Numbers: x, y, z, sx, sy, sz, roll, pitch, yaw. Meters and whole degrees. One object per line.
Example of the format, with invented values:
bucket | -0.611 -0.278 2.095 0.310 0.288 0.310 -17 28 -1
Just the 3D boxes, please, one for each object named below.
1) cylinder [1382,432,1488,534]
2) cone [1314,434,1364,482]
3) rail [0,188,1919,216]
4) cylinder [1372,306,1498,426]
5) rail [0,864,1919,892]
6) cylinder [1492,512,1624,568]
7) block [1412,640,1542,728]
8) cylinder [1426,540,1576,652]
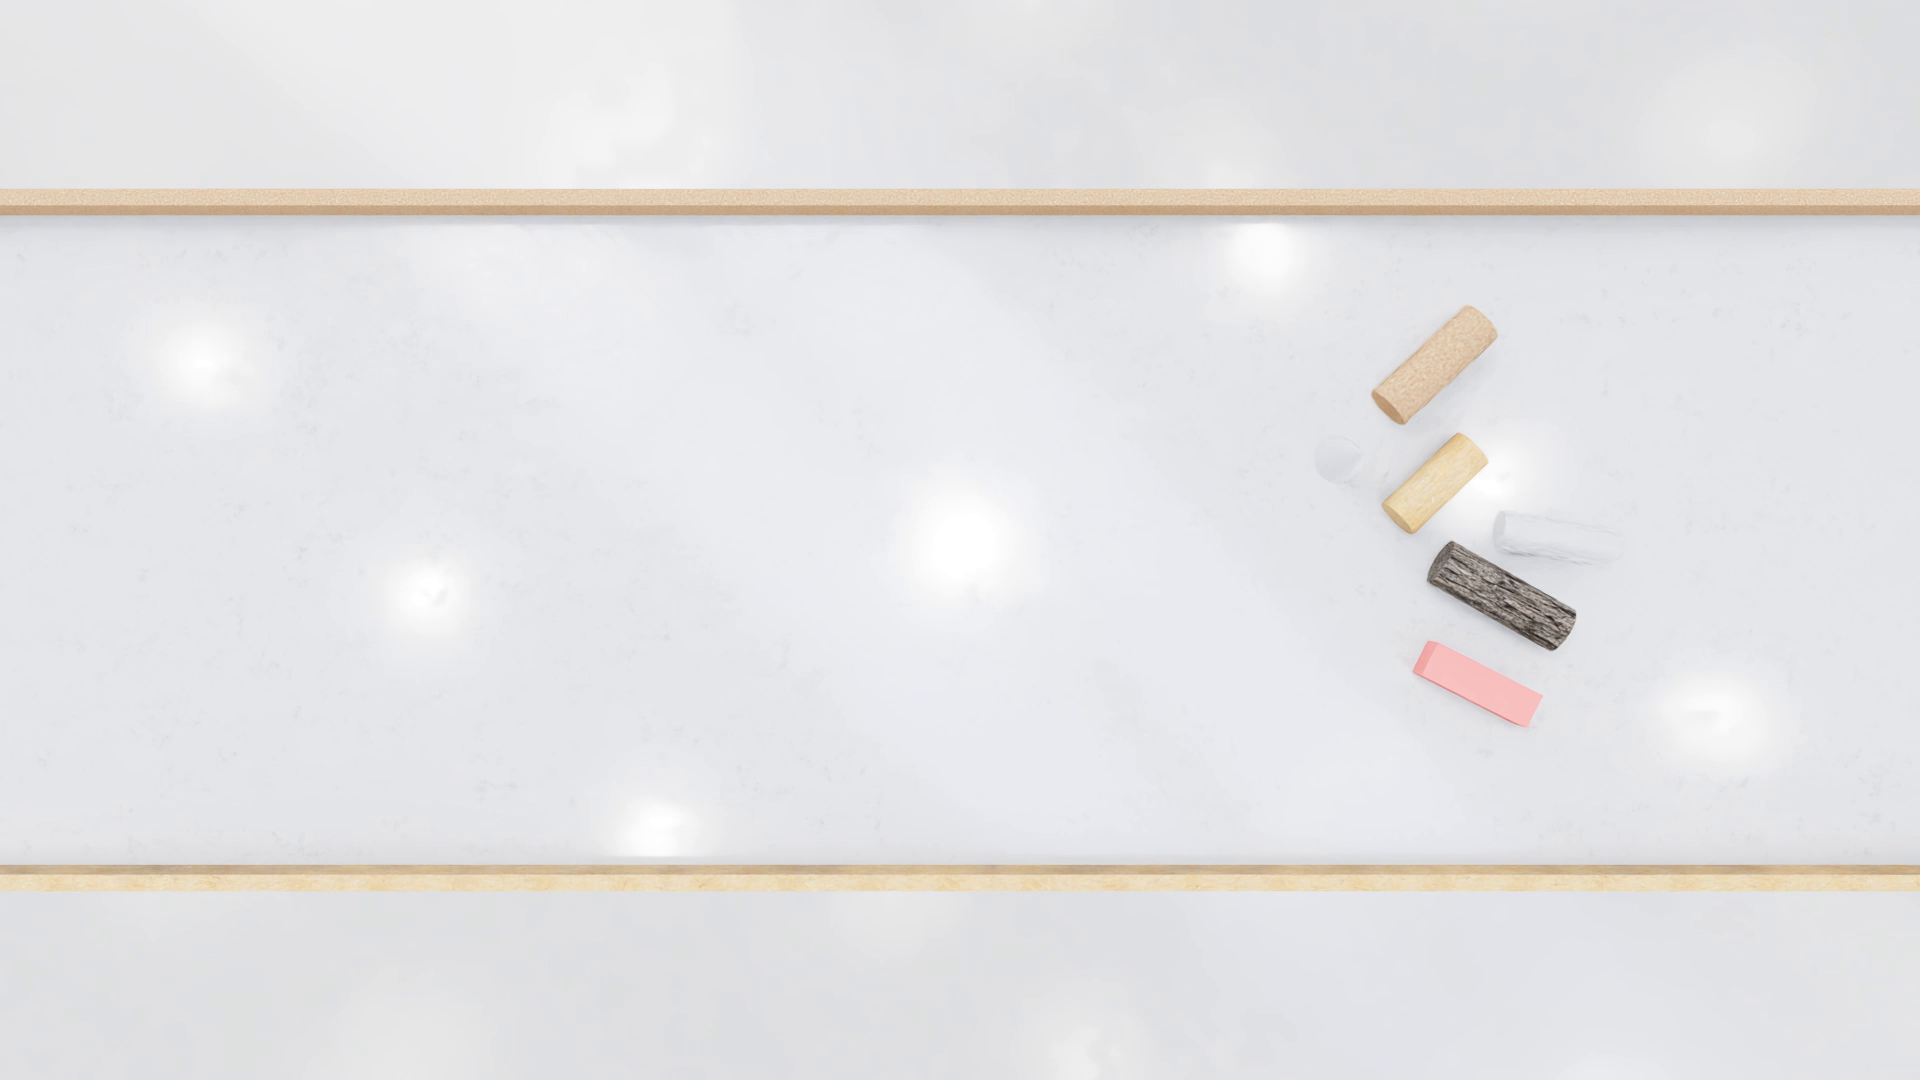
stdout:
cylinder | 1.442 -0.171 5.010 0.313 0.133 0.133 -43 90 0
cone | 1.164 -0.249 4.918 0.149 0.316 0.149 0 90 0
rail | -2.247 -1.025 5.002 12.000 0.150 0.050 0 90 0
cylinder | 1.441 -0.530 5.007 0.387 0.139 0.139 -43 90 0
rail | -2.247 1.025 5.001 12.000 0.150 0.050 0 90 0
cylinder | 1.817 -0.002 5.020 0.358 0.113 0.113 10 90 0
block | 1.573 0.438 5.021 0.355 0.111 0.111 27 90 0
cylinder | 1.642 0.170 5.004 0.424 0.146 0.146 29 90 0
